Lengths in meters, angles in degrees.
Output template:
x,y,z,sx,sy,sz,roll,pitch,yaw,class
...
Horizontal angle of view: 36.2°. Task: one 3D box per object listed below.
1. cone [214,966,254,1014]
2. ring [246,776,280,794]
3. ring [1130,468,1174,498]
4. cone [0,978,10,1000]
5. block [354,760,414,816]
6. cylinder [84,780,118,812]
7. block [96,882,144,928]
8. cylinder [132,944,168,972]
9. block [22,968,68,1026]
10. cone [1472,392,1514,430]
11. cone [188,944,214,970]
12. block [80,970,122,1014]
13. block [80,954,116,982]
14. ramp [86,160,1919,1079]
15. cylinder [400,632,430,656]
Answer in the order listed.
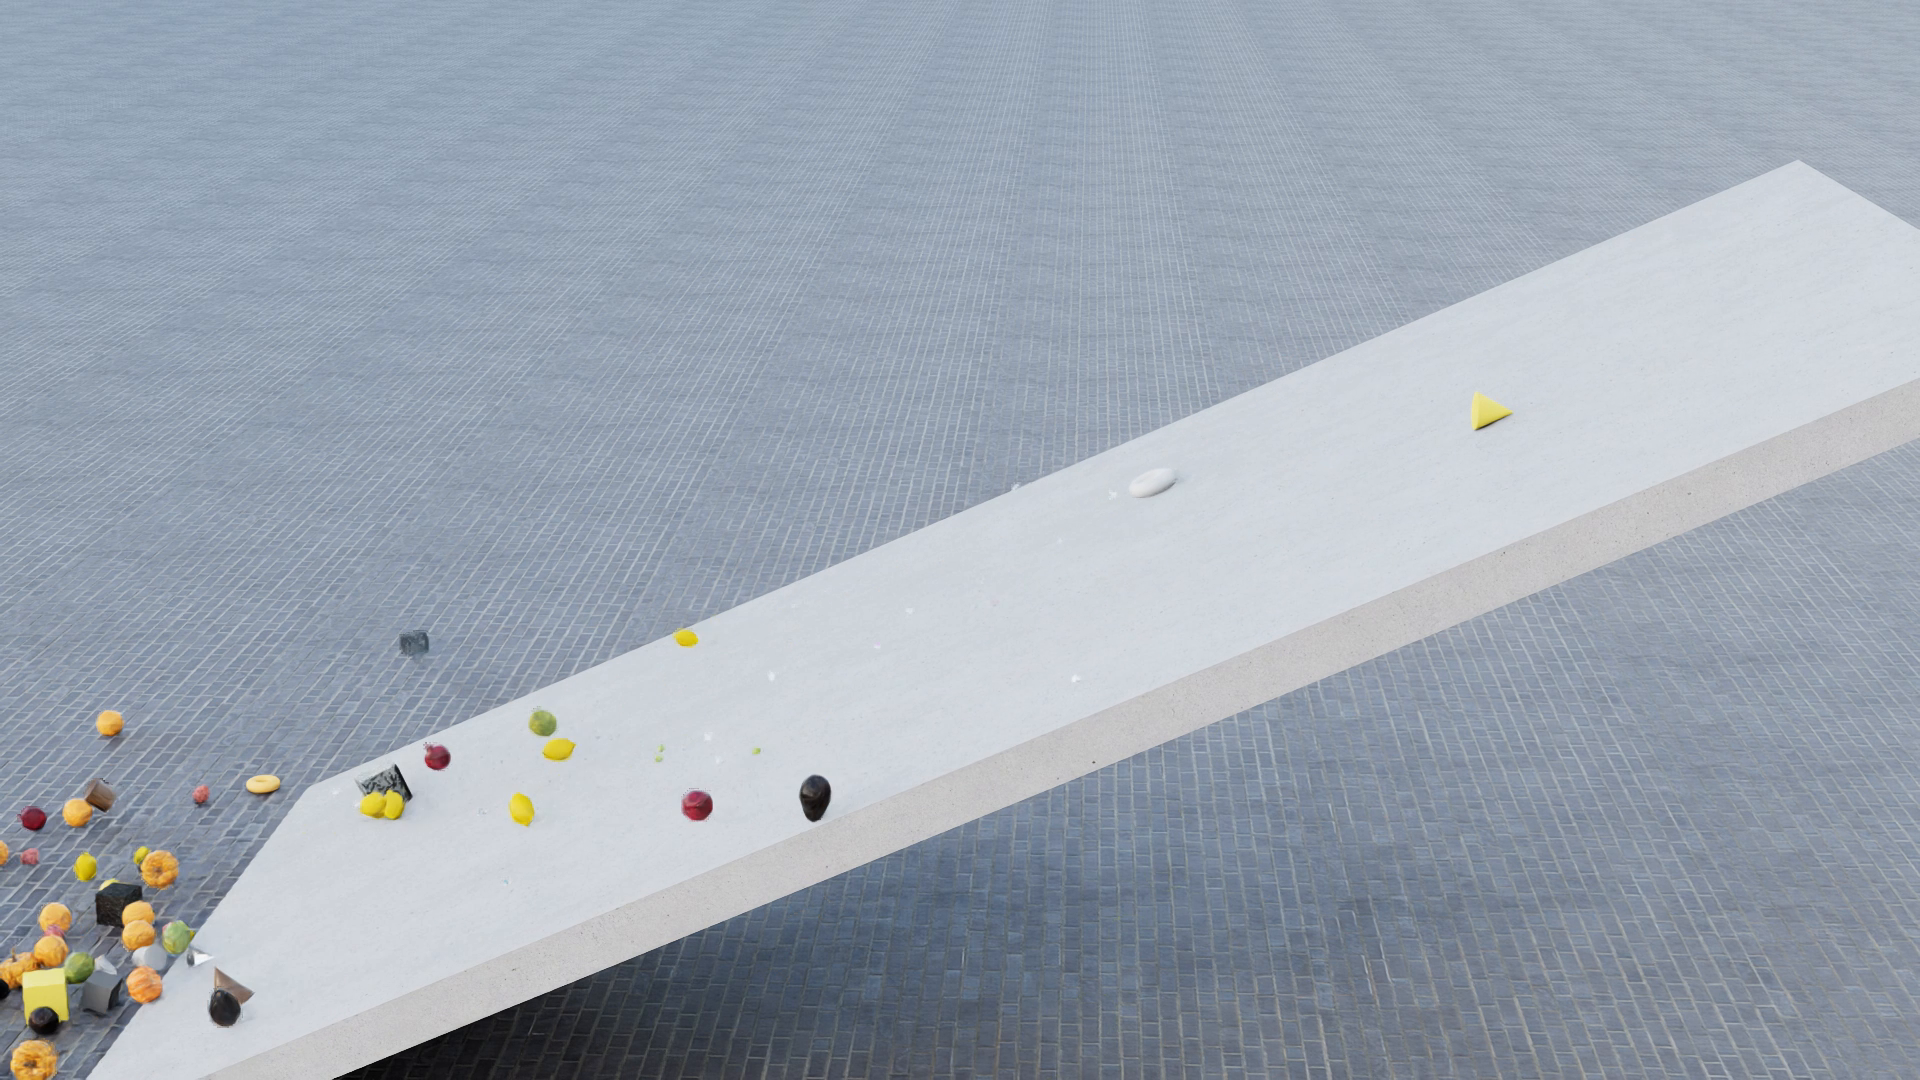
x,y,z,sx,sy,sz,roll,pitch,yaw,class
-1.481,0.895,5.921,0.086,0.086,0.086,-23,13,6,cone
-1.842,0.645,7.777,0.088,0.029,0.088,-1,15,0,ring
0.434,-0.128,6.623,0.109,0.036,0.109,-23,14,6,ring
-2.132,1.007,6.403,0.094,0.094,0.094,2,42,8,cone
-1.360,0.585,6.941,0.091,0.091,0.091,-29,13,-19,block
-2.204,0.657,7.542,0.062,0.062,0.062,35,4,-20,cylinder
-1.971,0.856,6.899,0.076,0.076,0.076,4,16,16,block
-1.779,0.920,6.457,0.057,0.057,0.057,-15,-1,-43,cylinder
-1.983,0.990,6.379,0.087,0.087,0.087,-5,16,-15,block
1.082,-0.260,5.951,0.079,0.079,0.079,2,15,0,cone
-1.632,0.897,6.333,0.055,0.055,0.055,1,15,-8,cone
-1.874,0.986,6.417,0.062,0.062,0.062,18,16,1,block
-1.909,0.961,6.517,0.052,0.052,0.052,-34,15,3,block
0.132,0.170,6.284,4.000,0.100,2.000,-23,13,8,ramp
-1.654,0.316,8.928,0.065,0.065,0.065,-13,20,-32,cylinder
